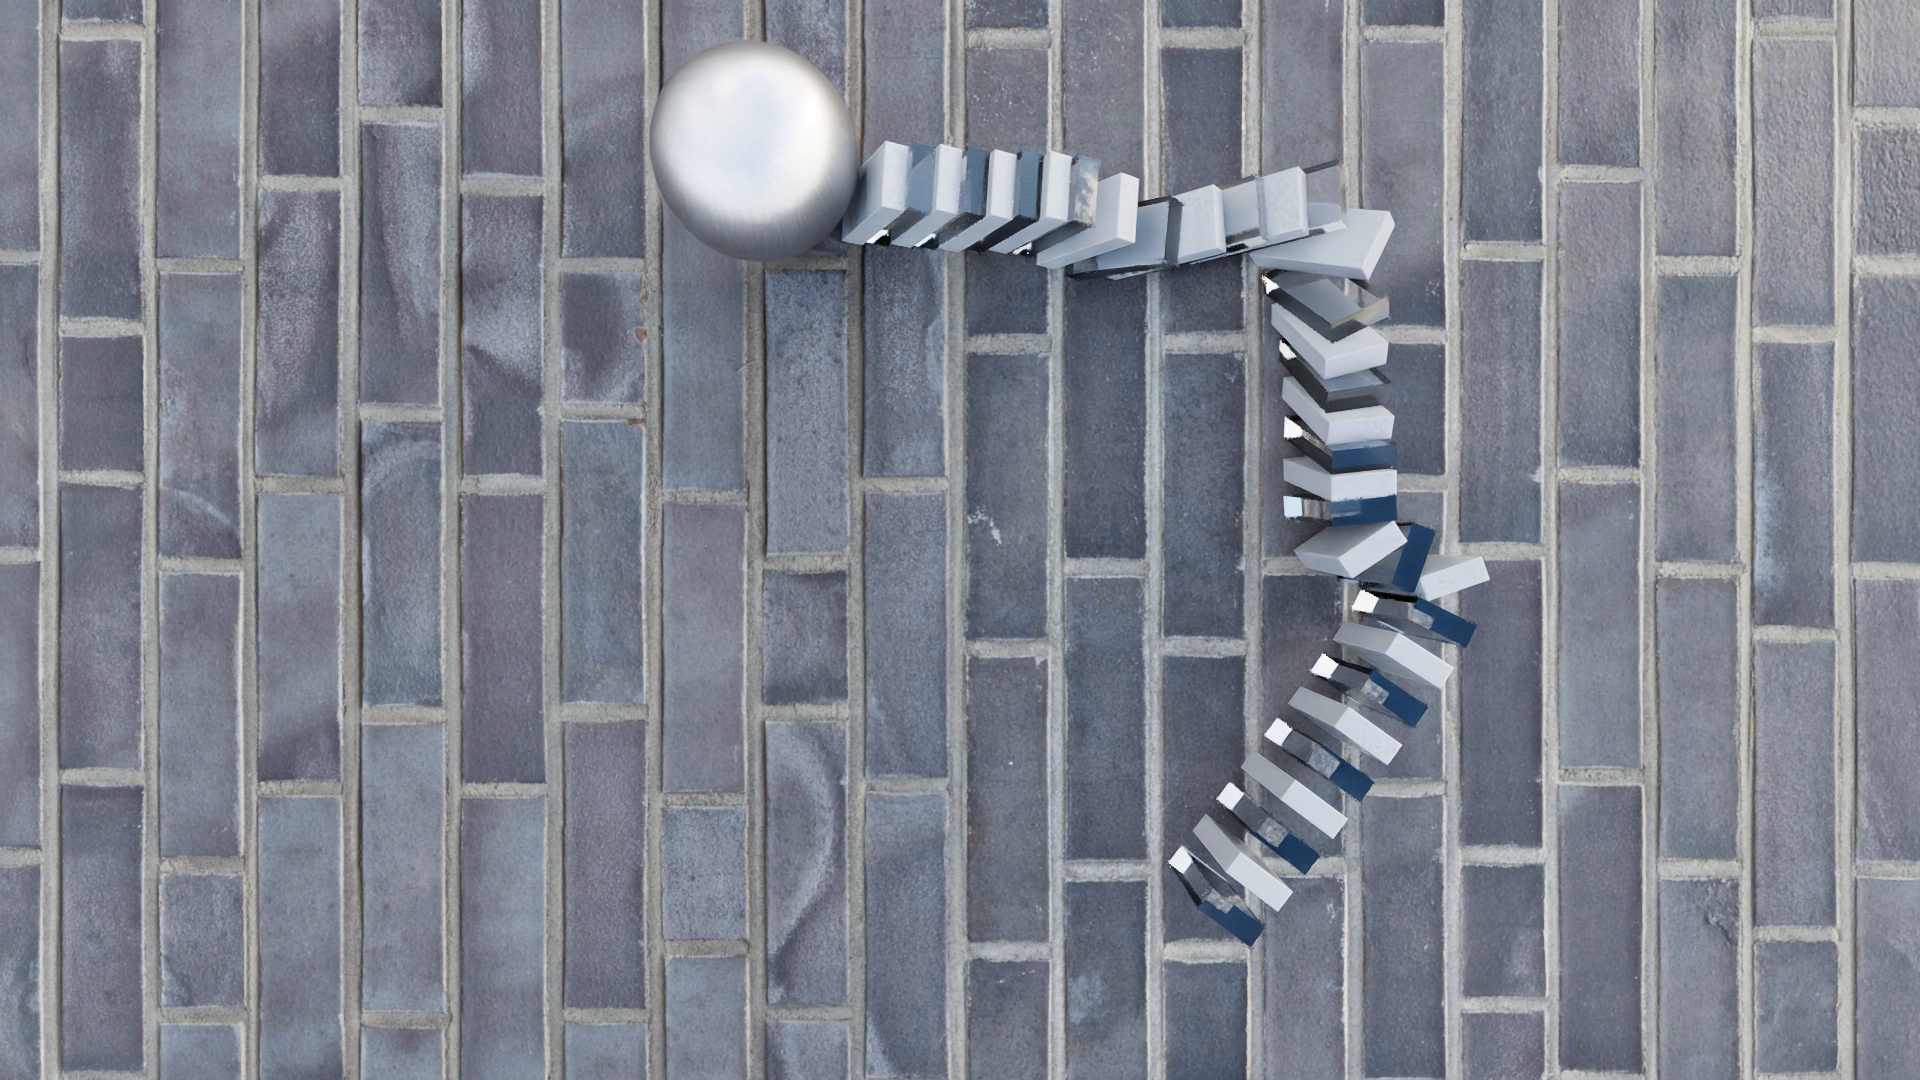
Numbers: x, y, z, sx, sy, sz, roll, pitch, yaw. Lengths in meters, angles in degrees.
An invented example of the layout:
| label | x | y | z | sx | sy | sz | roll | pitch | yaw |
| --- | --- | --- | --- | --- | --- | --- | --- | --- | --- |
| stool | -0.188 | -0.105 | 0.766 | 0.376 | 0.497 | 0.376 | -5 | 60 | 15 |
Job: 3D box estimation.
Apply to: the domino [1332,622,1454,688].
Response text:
| label | x | y | z | sx | sy | sz | roll | pitch | yaw |
| --- | --- | --- | --- | --- | --- | --- | --- | --- | --- |
| domino | 0.176 | 0.046 | 0.375 | 0.025 | 0.050 | 0.009 | 32 | 90 | 0 |

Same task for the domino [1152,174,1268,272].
| label | x | y | z | sx | sy | sz | roll | pitch | yaw |
| --- | --- | --- | --- | --- | --- | --- | --- | --- | --- |
| domino | 0.101 | -0.131 | 0.381 | 0.050 | 0.010 | 0.025 | -5 | 88 | 37 |

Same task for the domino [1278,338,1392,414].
| label | x | y | z | sx | sy | sz | roll | pitch | yaw |
| --- | --- | --- | --- | --- | --- | --- | --- | --- | --- |
| domino | 0.153 | -0.070 | 0.377 | 0.025 | 0.050 | 0.010 | -9 | 126 | 0 |

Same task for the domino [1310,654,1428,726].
| label | x | y | z | sx | sy | sz | roll | pitch | yaw |
| --- | --- | --- | --- | --- | --- | --- | --- | --- | --- |
| domino | 0.166 | 0.061 | 0.375 | 0.025 | 0.050 | 0.010 | 35 | 90 | 0 |

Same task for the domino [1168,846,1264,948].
| label | x | y | z | sx | sy | sz | roll | pitch | yaw |
| --- | --- | --- | --- | --- | --- | --- | --- | --- | --- |
| domino | 0.104 | 0.145 | 0.375 | 0.025 | 0.050 | 0.010 | 37 | 90 | 0 |

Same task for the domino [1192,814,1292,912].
| label | x | y | z | sx | sy | sz | roll | pitch | yaw |
| --- | --- | --- | --- | --- | --- | --- | --- | --- | --- |
| domino | 0.114 | 0.131 | 0.375 | 0.025 | 0.050 | 0.010 | 37 | 90 | 0 |

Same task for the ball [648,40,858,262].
| label | x | y | z | sx | sy | sz | roll | pitch | yaw |
| --- | --- | --- | --- | --- | --- | --- | --- | --- | --- |
| ball | -0.080 | -0.151 | 0.360 | 0.080 | 0.080 | 0.080 | 0 | 90 | 0 |

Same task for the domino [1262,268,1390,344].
| label | x | y | z | sx | sy | sz | roll | pitch | yaw |
| --- | --- | --- | --- | --- | --- | --- | --- | --- | --- |
| domino | 0.150 | -0.101 | 0.378 | 0.025 | 0.050 | 0.009 | -26 | 132 | 0 |

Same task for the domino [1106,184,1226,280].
| label | x | y | z | sx | sy | sz | roll | pitch | yaw |
| --- | --- | --- | --- | --- | --- | --- | --- | --- | --- |
| domino | 0.084 | -0.127 | 0.381 | 0.050 | 0.010 | 0.025 | -4 | 90 | 37 |

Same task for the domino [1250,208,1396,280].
| label | x | y | z | sx | sy | sz | roll | pitch | yaw |
| --- | --- | --- | --- | --- | --- | --- | --- | --- | --- |
| domino | 0.149 | -0.124 | 0.380 | 0.050 | 0.010 | 0.025 | 25 | 89 | 42 |

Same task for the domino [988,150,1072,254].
| label | x | y | z | sx | sy | sz | roll | pitch | yaw |
| --- | --- | --- | --- | --- | --- | --- | --- | --- | --- |
| domino | 0.027 | -0.137 | 0.375 | 0.010 | 0.050 | 0.025 | 4 | 90 | -25 |

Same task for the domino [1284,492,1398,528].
| label | x | y | z | sx | sy | sz | roll | pitch | yaw |
| --- | --- | --- | --- | --- | --- | --- | --- | --- | --- |
| domino | 0.154 | -0.013 | 0.375 | 0.025 | 0.050 | 0.009 | -6 | 96 | 0 |

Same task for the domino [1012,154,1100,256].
| label | x | y | z | sx | sy | sz | roll | pitch | yaw |
| --- | --- | --- | --- | --- | --- | --- | --- | --- | --- |
| domino | 0.038 | -0.136 | 0.375 | 0.009 | 0.050 | 0.025 | 4 | 90 | -26 |

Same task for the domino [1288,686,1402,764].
| label | x | y | z | sx | sy | sz | roll | pitch | yaw |
| --- | --- | --- | --- | --- | --- | --- | --- | --- | --- |
| domino | 0.156 | 0.075 | 0.375 | 0.025 | 0.050 | 0.009 | 36 | 90 | 0 |

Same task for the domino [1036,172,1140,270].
| label | x | y | z | sx | sy | sz | roll | pitch | yaw |
| --- | --- | --- | --- | --- | --- | --- | --- | --- | --- |
| domino | 0.051 | -0.130 | 0.377 | 0.009 | 0.050 | 0.025 | 4 | 90 | -34 |

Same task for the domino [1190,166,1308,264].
| label | x | y | z | sx | sy | sz | roll | pitch | yaw |
| --- | --- | --- | --- | --- | --- | --- | --- | --- | --- |
| domino | 0.117 | -0.134 | 0.380 | 0.050 | 0.009 | 0.025 | -4 | 86 | 37 |

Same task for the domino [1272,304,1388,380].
| label | x | y | z | sx | sy | sz | roll | pitch | yaw |
| --- | --- | --- | --- | --- | --- | --- | --- | --- | --- |
| domino | 0.151 | -0.085 | 0.378 | 0.025 | 0.050 | 0.010 | -15 | 130 | 0 |

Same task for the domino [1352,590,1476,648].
| label | x | y | z | sx | sy | sz | roll | pitch | yaw |
| --- | --- | --- | --- | --- | --- | --- | --- | --- | --- |
| domino | 0.184 | 0.031 | 0.375 | 0.025 | 0.050 | 0.009 | 26 | 90 | 0 |

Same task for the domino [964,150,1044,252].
| label | x | y | z | sx | sy | sz | roll | pitch | yaw |
| --- | --- | --- | --- | --- | --- | --- | --- | --- | --- |
| domino | 0.017 | -0.137 | 0.375 | 0.009 | 0.050 | 0.025 | 4 | 90 | -25 |

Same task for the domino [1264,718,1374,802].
| label | x | y | z | sx | sy | sz | roll | pitch | yaw |
| --- | --- | --- | --- | --- | --- | --- | --- | --- | --- |
| domino | 0.146 | 0.089 | 0.375 | 0.025 | 0.050 | 0.010 | 36 | 90 | 0 |

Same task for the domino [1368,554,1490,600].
| label | x | y | z | sx | sy | sz | roll | pitch | yaw |
| --- | --- | --- | --- | --- | --- | --- | --- | --- | --- |
| domino | 0.189 | 0.015 | 0.375 | 0.025 | 0.050 | 0.010 | -19 | 90 | 0 |

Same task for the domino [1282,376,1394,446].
| label | x | y | z | sx | sy | sz | roll | pitch | yaw |
| --- | --- | --- | --- | --- | --- | --- | --- | --- | --- |
| domino | 0.154 | -0.055 | 0.376 | 0.025 | 0.050 | 0.009 | -6 | 121 | 0 |

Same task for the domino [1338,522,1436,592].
| label | x | y | z | sx | sy | sz | roll | pitch | yaw |
| --- | --- | --- | --- | --- | --- | --- | --- | --- | --- |
| domino | 0.173 | 0.007 | 0.375 | 0.010 | 0.050 | 0.025 | 19 | 90 | 0 |

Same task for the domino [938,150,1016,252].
| label | x | y | z | sx | sy | sz | roll | pitch | yaw |
| --- | --- | --- | --- | --- | --- | --- | --- | --- | --- |
| domino | 0.006 | -0.138 | 0.375 | 0.010 | 0.050 | 0.025 | 4 | 90 | -25 |

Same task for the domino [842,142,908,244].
| label | x | y | z | sx | sy | sz | roll | pitch | yaw |
| --- | --- | --- | --- | --- | --- | --- | --- | --- | --- |
| domino | -0.035 | -0.141 | 0.375 | 0.009 | 0.050 | 0.025 | 4 | 90 | -25 |

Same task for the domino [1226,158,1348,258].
| label | x | y | z | sx | sy | sz | roll | pitch | yaw |
| --- | --- | --- | --- | --- | --- | --- | --- | --- | --- |
| domino | 0.133 | -0.137 | 0.380 | 0.050 | 0.010 | 0.025 | -4 | 86 | 38 |

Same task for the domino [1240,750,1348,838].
| label | x | y | z | sx | sy | sz | roll | pitch | yaw |
| --- | --- | --- | --- | --- | --- | --- | --- | --- | --- |
| domino | 0.135 | 0.103 | 0.375 | 0.025 | 0.050 | 0.010 | 37 | 90 | 0 |

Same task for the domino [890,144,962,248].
| label | x | y | z | sx | sy | sz | roll | pitch | yaw |
| --- | --- | --- | --- | --- | --- | --- | --- | --- | --- |
| domino | -0.015 | -0.140 | 0.375 | 0.010 | 0.050 | 0.025 | 4 | 90 | -25 |

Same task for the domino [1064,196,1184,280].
| label | x | y | z | sx | sy | sz | roll | pitch | yaw |
| --- | --- | --- | --- | --- | --- | --- | --- | --- | --- |
| domino | 0.067 | -0.124 | 0.378 | 0.010 | 0.050 | 0.025 | 3 | 93 | -44 |

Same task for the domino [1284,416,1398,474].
| label | x | y | z | sx | sy | sz | roll | pitch | yaw |
| --- | --- | --- | --- | --- | --- | --- | --- | --- | --- |
| domino | 0.155 | -0.041 | 0.375 | 0.025 | 0.050 | 0.009 | -6 | 113 | 0 |

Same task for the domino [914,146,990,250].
| label | x | y | z | sx | sy | sz | roll | pitch | yaw |
| --- | --- | --- | --- | --- | --- | --- | --- | --- | --- |
| domino | -0.004 | -0.139 | 0.375 | 0.010 | 0.050 | 0.025 | 4 | 90 | -25 |

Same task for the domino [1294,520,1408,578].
| label | x | y | z | sx | sy | sz | roll | pitch | yaw |
| --- | --- | --- | --- | --- | --- | --- | --- | --- | --- |
| domino | 0.158 | 0.002 | 0.374 | 0.025 | 0.050 | 0.010 | -35 | 92 | 2 |

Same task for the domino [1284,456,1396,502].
| label | x | y | z | sx | sy | sz | roll | pitch | yaw |
| --- | --- | --- | --- | --- | --- | --- | --- | --- | --- |
| domino | 0.154 | -0.026 | 0.375 | 0.025 | 0.050 | 0.009 | -6 | 103 | 0 |

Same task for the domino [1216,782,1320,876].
| label | x | y | z | sx | sy | sz | roll | pitch | yaw |
| --- | --- | --- | --- | --- | --- | --- | --- | --- | --- |
| domino | 0.125 | 0.117 | 0.375 | 0.025 | 0.050 | 0.010 | 37 | 90 | 0 |

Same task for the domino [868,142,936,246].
| label | x | y | z | sx | sy | sz | roll | pitch | yaw |
| --- | --- | --- | --- | --- | --- | --- | --- | --- | --- |
| domino | -0.025 | -0.140 | 0.375 | 0.009 | 0.050 | 0.025 | 4 | 90 | -25 |
